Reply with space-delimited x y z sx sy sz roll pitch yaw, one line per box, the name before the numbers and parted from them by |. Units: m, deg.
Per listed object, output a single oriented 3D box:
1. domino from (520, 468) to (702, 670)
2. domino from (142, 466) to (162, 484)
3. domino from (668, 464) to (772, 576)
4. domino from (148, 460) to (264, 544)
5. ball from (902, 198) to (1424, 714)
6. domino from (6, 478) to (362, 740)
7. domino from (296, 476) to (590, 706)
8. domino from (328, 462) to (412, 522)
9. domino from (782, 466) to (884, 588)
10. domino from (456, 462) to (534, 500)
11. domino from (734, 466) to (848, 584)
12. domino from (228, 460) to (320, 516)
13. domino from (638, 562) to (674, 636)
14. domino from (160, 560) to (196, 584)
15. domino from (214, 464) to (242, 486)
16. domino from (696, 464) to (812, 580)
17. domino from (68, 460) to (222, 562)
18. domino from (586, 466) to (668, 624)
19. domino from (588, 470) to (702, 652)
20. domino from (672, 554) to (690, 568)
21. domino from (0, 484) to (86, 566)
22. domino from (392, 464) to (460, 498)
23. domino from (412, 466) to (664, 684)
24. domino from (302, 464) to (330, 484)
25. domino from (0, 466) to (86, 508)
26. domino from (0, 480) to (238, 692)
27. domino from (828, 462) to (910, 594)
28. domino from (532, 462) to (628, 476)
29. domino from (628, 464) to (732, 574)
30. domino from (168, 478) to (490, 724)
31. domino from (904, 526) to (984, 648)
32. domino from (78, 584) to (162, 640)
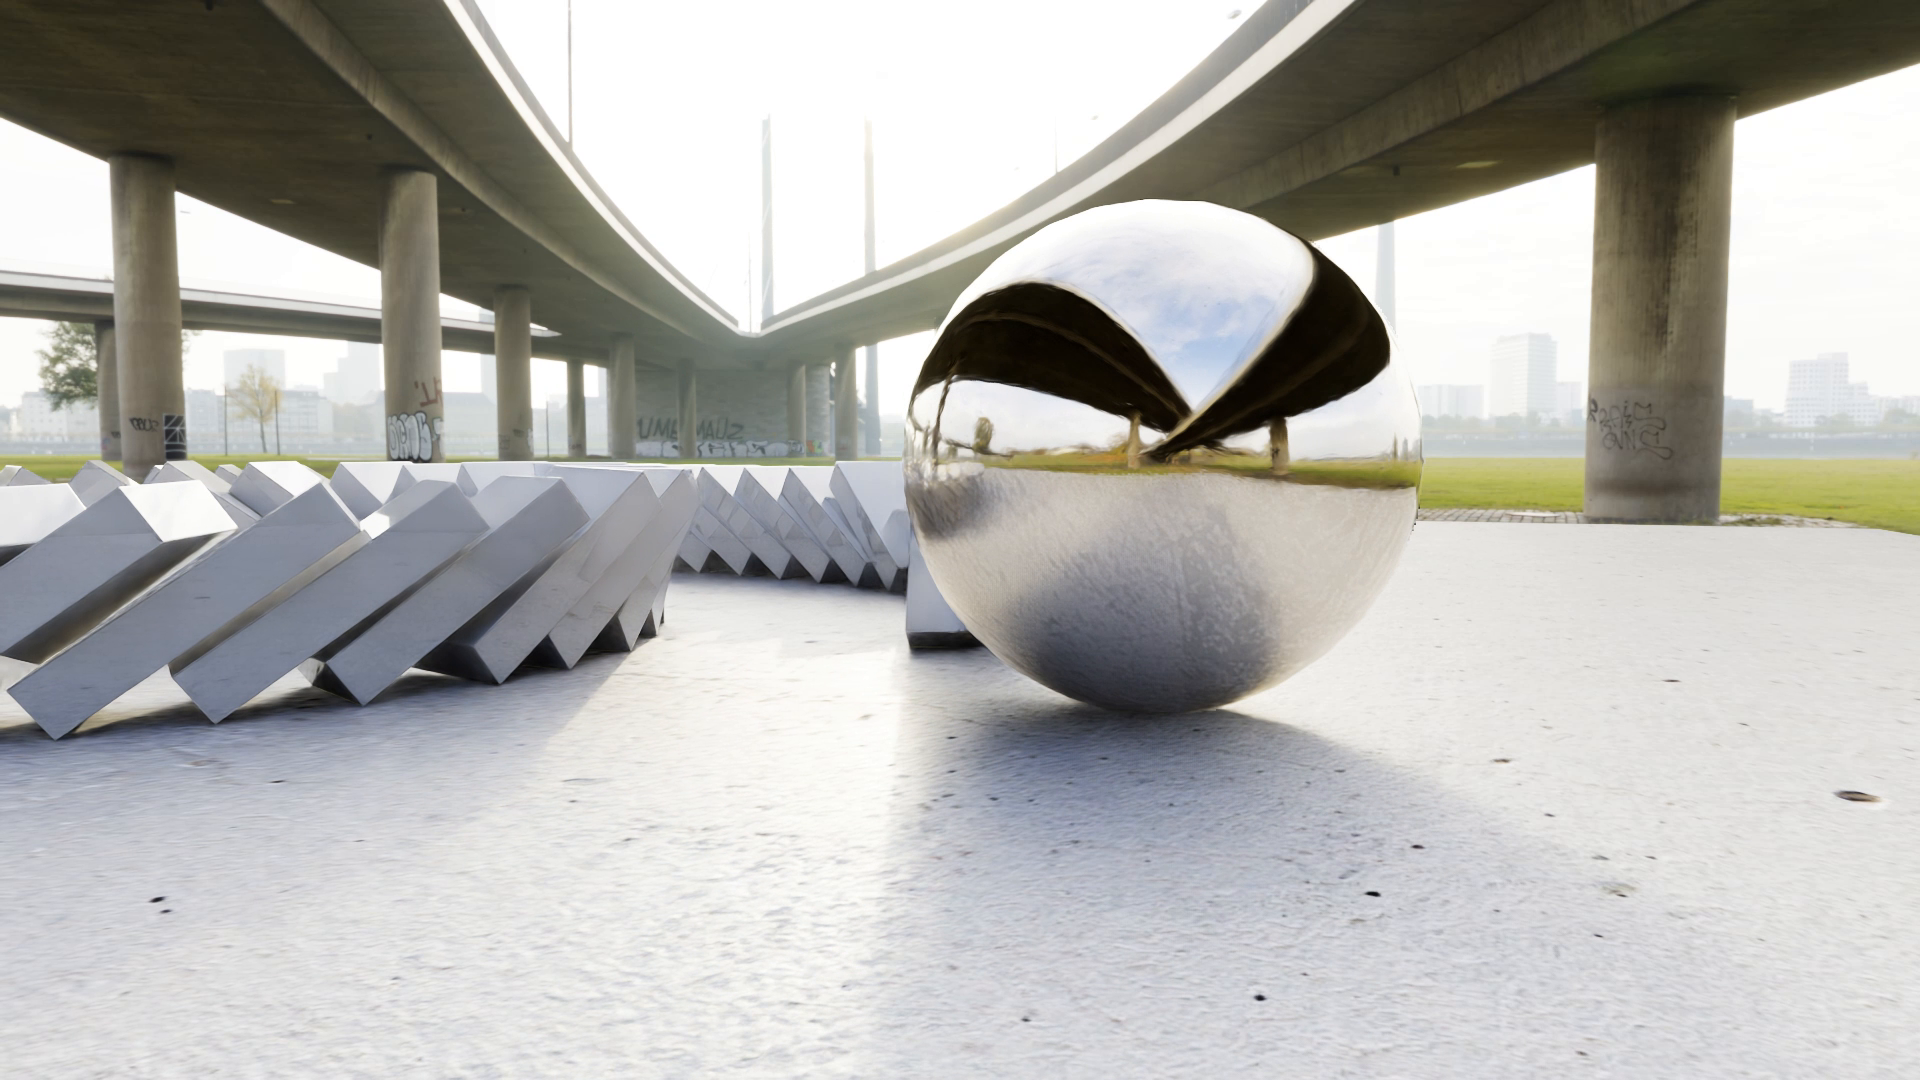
domino | -0.077 0.004 0.261 0.025 0.009 0.050 2 41 26
domino | -0.239 -0.007 0.419 0.050 0.010 0.025 34 -10 -21
domino | -0.078 -0.007 0.432 0.050 0.009 0.025 40 24 26
domino | -0.188 -0.002 0.342 0.050 0.010 0.025 38 -7 -16
ball | 0.031 -0.013 0.203 0.080 0.080 0.080 0 4 0
domino | -0.119 0.009 0.201 0.050 0.009 0.025 -39 19 -18
domino | -0.093 0.007 0.228 0.025 0.009 0.050 4 41 46
domino | -0.150 -0.003 0.359 0.050 0.009 0.025 40 17 15
domino | -0.033 -0.005 0.399 0.025 0.010 0.050 -3 39 -39
domino | -0.114 -0.002 0.345 0.025 0.010 0.050 -4 43 -45
domino | -0.048 -0.006 0.411 0.025 0.009 0.050 -4 39 -46
domino | -0.171 -0.003 0.352 0.050 0.009 0.025 37 3 -3
domino | -0.080 0.002 0.300 0.025 0.009 0.050 0 39 -2
domino | -0.205 0.004 0.301 0.025 0.009 0.050 -4 -23 23
domino | -0.223 -0.007 0.427 0.050 0.009 0.025 34 -8 -19
domino | -0.063 -0.007 0.422 0.050 0.009 0.025 42 27 29
domino | -0.203 -0.002 0.331 0.050 0.010 0.025 40 -15 -24
domino | -0.086 0.000 0.318 0.025 0.009 0.050 0 40 -11
domino | -0.077 0.003 0.281 0.025 0.010 0.050 1 40 10
domino | -0.113 -0.009 0.446 0.050 0.009 0.025 37 16 17
domino | -0.154 0.010 0.185 0.050 0.009 0.025 -35 3 4
domino | -0.131 -0.002 0.354 0.050 0.009 0.025 42 25 24
domino | -0.082 0.005 0.246 0.025 0.009 0.050 5 42 31
domino | -0.206 -0.008 0.436 0.050 0.009 0.025 33 -4 -13
domino | -0.266 -0.005 0.392 0.025 0.009 0.050 4 -28 45
domino | -0.136 0.010 0.190 0.050 0.009 0.025 -36 8 -3
domino | -0.018 -0.005 0.386 0.025 0.009 0.050 -3 41 -30
domino | -0.096 -0.001 0.335 0.025 0.010 0.050 -2 41 -24
domino | -0.096 -0.008 0.439 0.050 0.010 0.025 38 20 21
domino | -0.105 0.008 0.213 0.050 0.009 0.025 -41 24 -24
domino | 0.002 -0.002 0.274 0.025 0.050 0.010 0 -25 4
domino | -0.203 0.017 0.279 0.025 0.009 0.050 1 4 11
